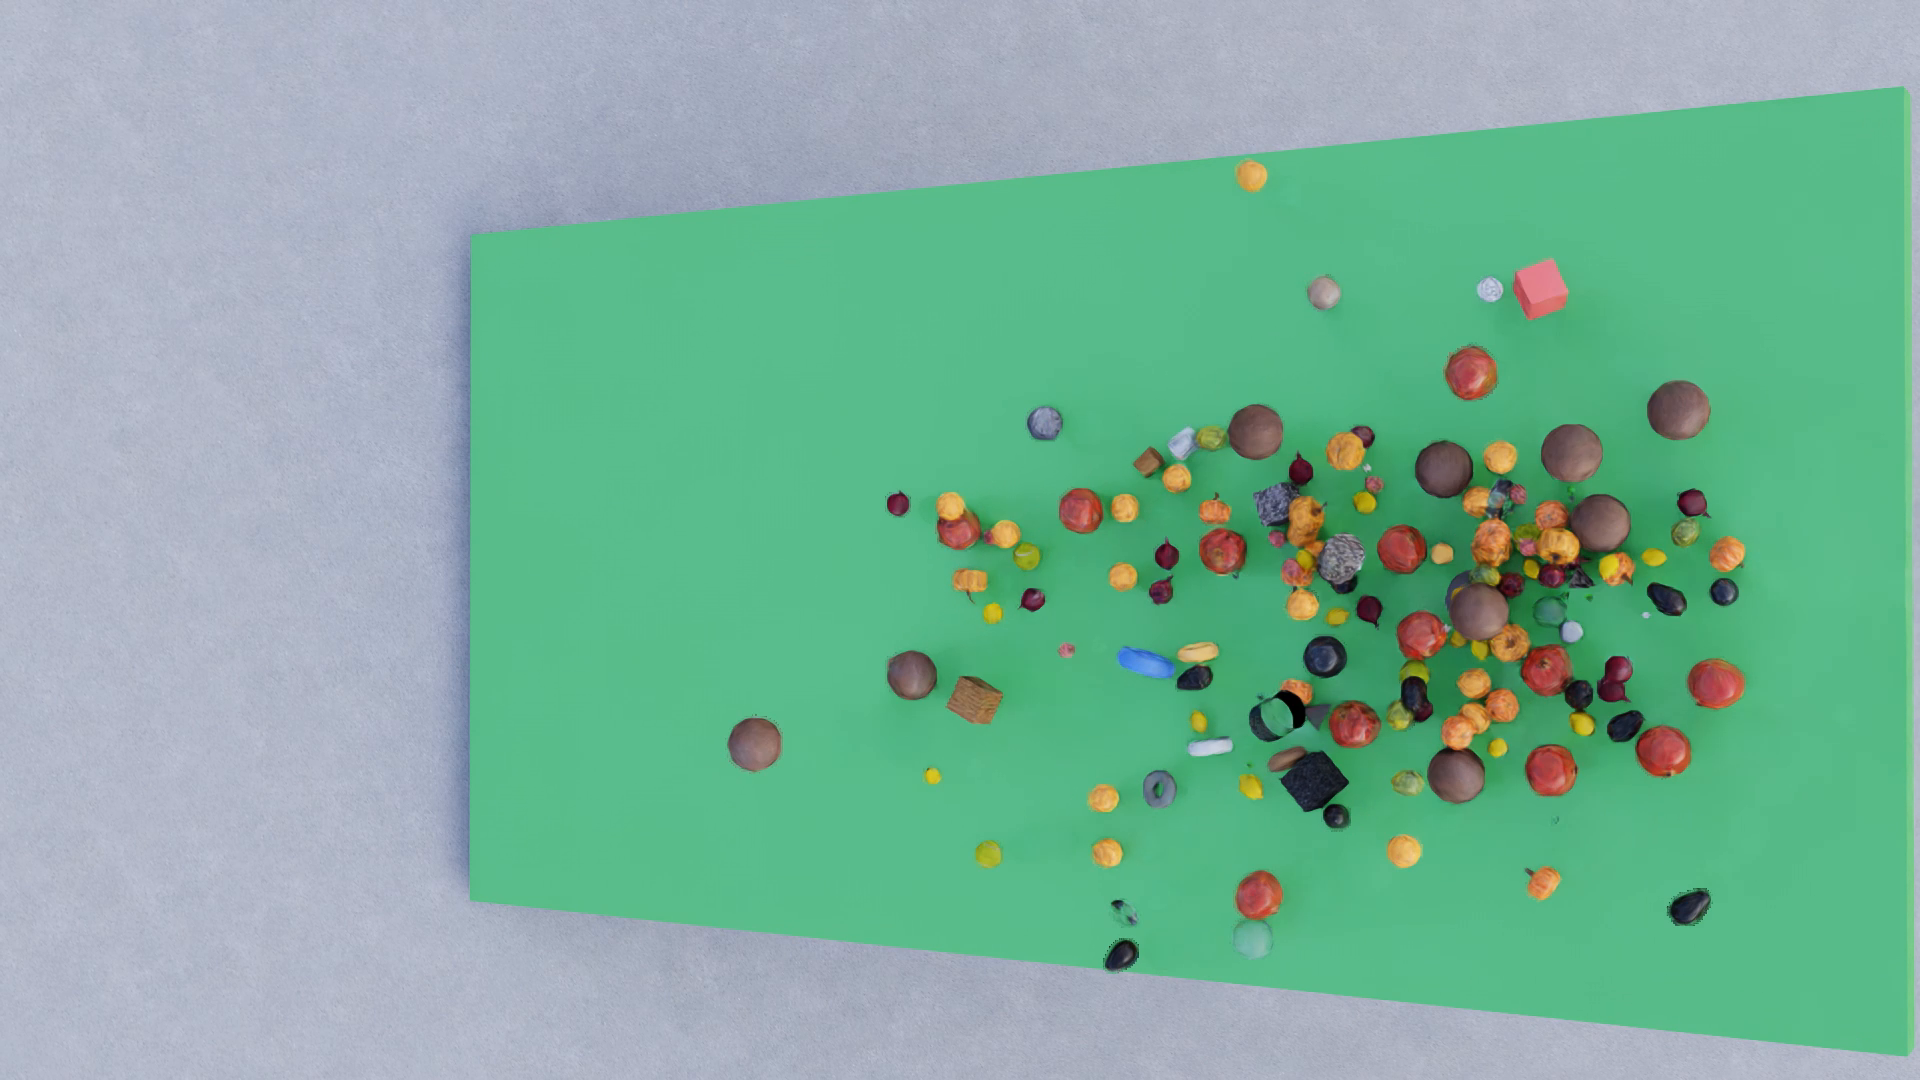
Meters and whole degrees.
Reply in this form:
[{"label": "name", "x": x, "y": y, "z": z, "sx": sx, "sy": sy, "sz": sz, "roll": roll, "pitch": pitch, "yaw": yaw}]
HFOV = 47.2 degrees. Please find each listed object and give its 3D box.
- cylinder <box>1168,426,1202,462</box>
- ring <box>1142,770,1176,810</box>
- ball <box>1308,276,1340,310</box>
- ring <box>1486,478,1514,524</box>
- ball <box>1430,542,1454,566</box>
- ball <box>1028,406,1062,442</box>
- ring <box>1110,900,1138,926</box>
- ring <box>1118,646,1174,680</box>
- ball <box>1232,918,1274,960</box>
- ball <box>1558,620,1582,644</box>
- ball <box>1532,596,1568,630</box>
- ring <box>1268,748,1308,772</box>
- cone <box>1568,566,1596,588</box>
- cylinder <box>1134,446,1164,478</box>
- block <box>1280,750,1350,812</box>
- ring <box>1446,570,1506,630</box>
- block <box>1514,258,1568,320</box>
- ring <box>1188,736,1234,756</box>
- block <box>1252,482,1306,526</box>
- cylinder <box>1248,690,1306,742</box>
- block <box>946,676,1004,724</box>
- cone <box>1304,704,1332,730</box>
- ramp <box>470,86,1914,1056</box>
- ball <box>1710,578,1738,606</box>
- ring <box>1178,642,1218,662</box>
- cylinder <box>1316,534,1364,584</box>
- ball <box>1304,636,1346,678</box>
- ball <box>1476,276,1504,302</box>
[{"label": "cylinder", "x": 0.546, "y": -0.234, "z": 5.349, "sx": 0.060, "sy": 0.060, "sz": 0.060, "roll": -37, "pitch": 90, "yaw": 25}, {"label": "ring", "x": 0.488, "y": 0.610, "z": 5.382, "sx": 0.097, "sy": 0.032, "sz": 0.097, "roll": -9, "pitch": 77, "yaw": 42}, {"label": "ball", "x": 0.854, "y": -0.579, "z": 5.156, "sx": 0.078, "sy": 0.078, "sz": 0.078, "roll": 0, "pitch": 89, "yaw": 0}, {"label": "ring", "x": 1.207, "y": -0.087, "z": 4.917, "sx": 0.036, "sy": 0.108, "sz": 0.108, "roll": 19, "pitch": 89, "yaw": 29}, {"label": "ball", "x": 1.096, "y": 0.032, "z": 5.000, "sx": 0.051, "sy": 0.051, "sz": 0.051, "roll": 0, "pitch": 89, "yaw": 0}, {"label": "ball", "x": 0.213, "y": -0.293, "z": 5.536, "sx": 0.088, "sy": 0.088, "sz": 0.088, "roll": 0, "pitch": 89, "yaw": 0}, {"label": "ring", "x": 0.406, "y": 0.920, "z": 5.422, "sx": 0.080, "sy": 0.080, "sz": 0.027, "roll": 45, "pitch": 56, "yaw": 0}, {"label": "ring", "x": 0.451, "y": 0.298, "z": 5.338, "sx": 0.145, "sy": 0.145, "sz": 0.048, "roll": 22, "pitch": 84, "yaw": 0}, {"label": "ball", "x": 0.696, "y": 0.946, "z": 5.225, "sx": 0.099, "sy": 0.099, "sz": 0.099, "roll": 0, "pitch": 89, "yaw": 0}, {"label": "ball", "x": 1.350, "y": 0.203, "z": 4.863, "sx": 0.051, "sy": 0.051, "sz": 0.051, "roll": 0, "pitch": 89, "yaw": 0}, {"label": "ball", "x": 1.309, "y": 0.160, "z": 4.875, "sx": 0.075, "sy": 0.075, "sz": 0.075, "roll": 0, "pitch": 89, "yaw": 0}, {"label": "ring", "x": 0.771, "y": 0.516, "z": 5.175, "sx": 0.098, "sy": 0.098, "sz": 0.033, "roll": -21, "pitch": 70, "yaw": 0}, {"label": "cone", "x": 1.376, "y": 0.092, "z": 4.839, "sx": 0.053, "sy": 0.053, "sz": 0.053, "roll": 27, "pitch": 89, "yaw": 25}, {"label": "cylinder", "x": 0.464, "y": -0.191, "z": 5.402, "sx": 0.054, "sy": 0.054, "sz": 0.054, "roll": 45, "pitch": 113, "yaw": 0}, {"label": "block", "x": 0.830, "y": 0.565, "z": 5.149, "sx": 0.097, "sy": 0.097, "sz": 0.097, "roll": -46, "pitch": 68, "yaw": 22}, {"label": "ring", "x": 1.168, "y": 0.135, "z": 4.977, "sx": 0.139, "sy": 0.046, "sz": 0.139, "roll": 0, "pitch": 89, "yaw": 33}, {"label": "block", "x": 1.278, "y": -0.551, "z": 4.842, "sx": 0.086, "sy": 0.086, "sz": 0.086, "roll": -19, "pitch": 69, "yaw": 2}, {"label": "ring", "x": 0.602, "y": 0.496, "z": 5.280, "sx": 0.111, "sy": 0.111, "sz": 0.037, "roll": -8, "pitch": 85, "yaw": 0}, {"label": "block", "x": 0.757, "y": -0.084, "z": 5.207, "sx": 0.082, "sy": 0.082, "sz": 0.082, "roll": -22, "pitch": 78, "yaw": 29}, {"label": "cylinder", "x": 0.739, "y": 0.411, "z": 5.121, "sx": 0.096, "sy": 0.096, "sz": 0.096, "roll": 13, "pitch": 60, "yaw": -24}, {"label": "block", "x": 0.038, "y": 0.408, "z": 5.587, "sx": 0.090, "sy": 0.090, "sz": 0.090, "roll": 30, "pitch": 100, "yaw": 29}, {"label": "cone", "x": 0.849, "y": 0.403, "z": 5.176, "sx": 0.067, "sy": 0.067, "sz": 0.067, "roll": -34, "pitch": 90, "yaw": 0}, {"label": "ramp", "x": 0.265, "y": 0.073, "z": 5.611, "sx": 4.000, "sy": 0.100, "sz": 2.000, "roll": 0, "pitch": 89, "yaw": 31}, {"label": "ball", "x": 1.627, "y": 0.111, "z": 4.682, "sx": 0.060, "sy": 0.060, "sz": 0.060, "roll": 0, "pitch": 89, "yaw": 0}, {"label": "ring", "x": 0.573, "y": 0.271, "z": 5.285, "sx": 0.101, "sy": 0.101, "sz": 0.034, "roll": -9, "pitch": 98, "yaw": 0}, {"label": "cylinder", "x": 0.871, "y": 0.043, "z": 5.038, "sx": 0.093, "sy": 0.093, "sz": 0.093, "roll": 1, "pitch": 71, "yaw": -3}, {"label": "ball", "x": 0.850, "y": 0.272, "z": 5.117, "sx": 0.099, "sy": 0.099, "sz": 0.099, "roll": 0, "pitch": 89, "yaw": 0}, {"label": "ball", "x": 1.196, "y": -0.565, "z": 4.960, "sx": 0.057, "sy": 0.057, "sz": 0.057, "roll": 0, "pitch": 89, "yaw": 0}]
